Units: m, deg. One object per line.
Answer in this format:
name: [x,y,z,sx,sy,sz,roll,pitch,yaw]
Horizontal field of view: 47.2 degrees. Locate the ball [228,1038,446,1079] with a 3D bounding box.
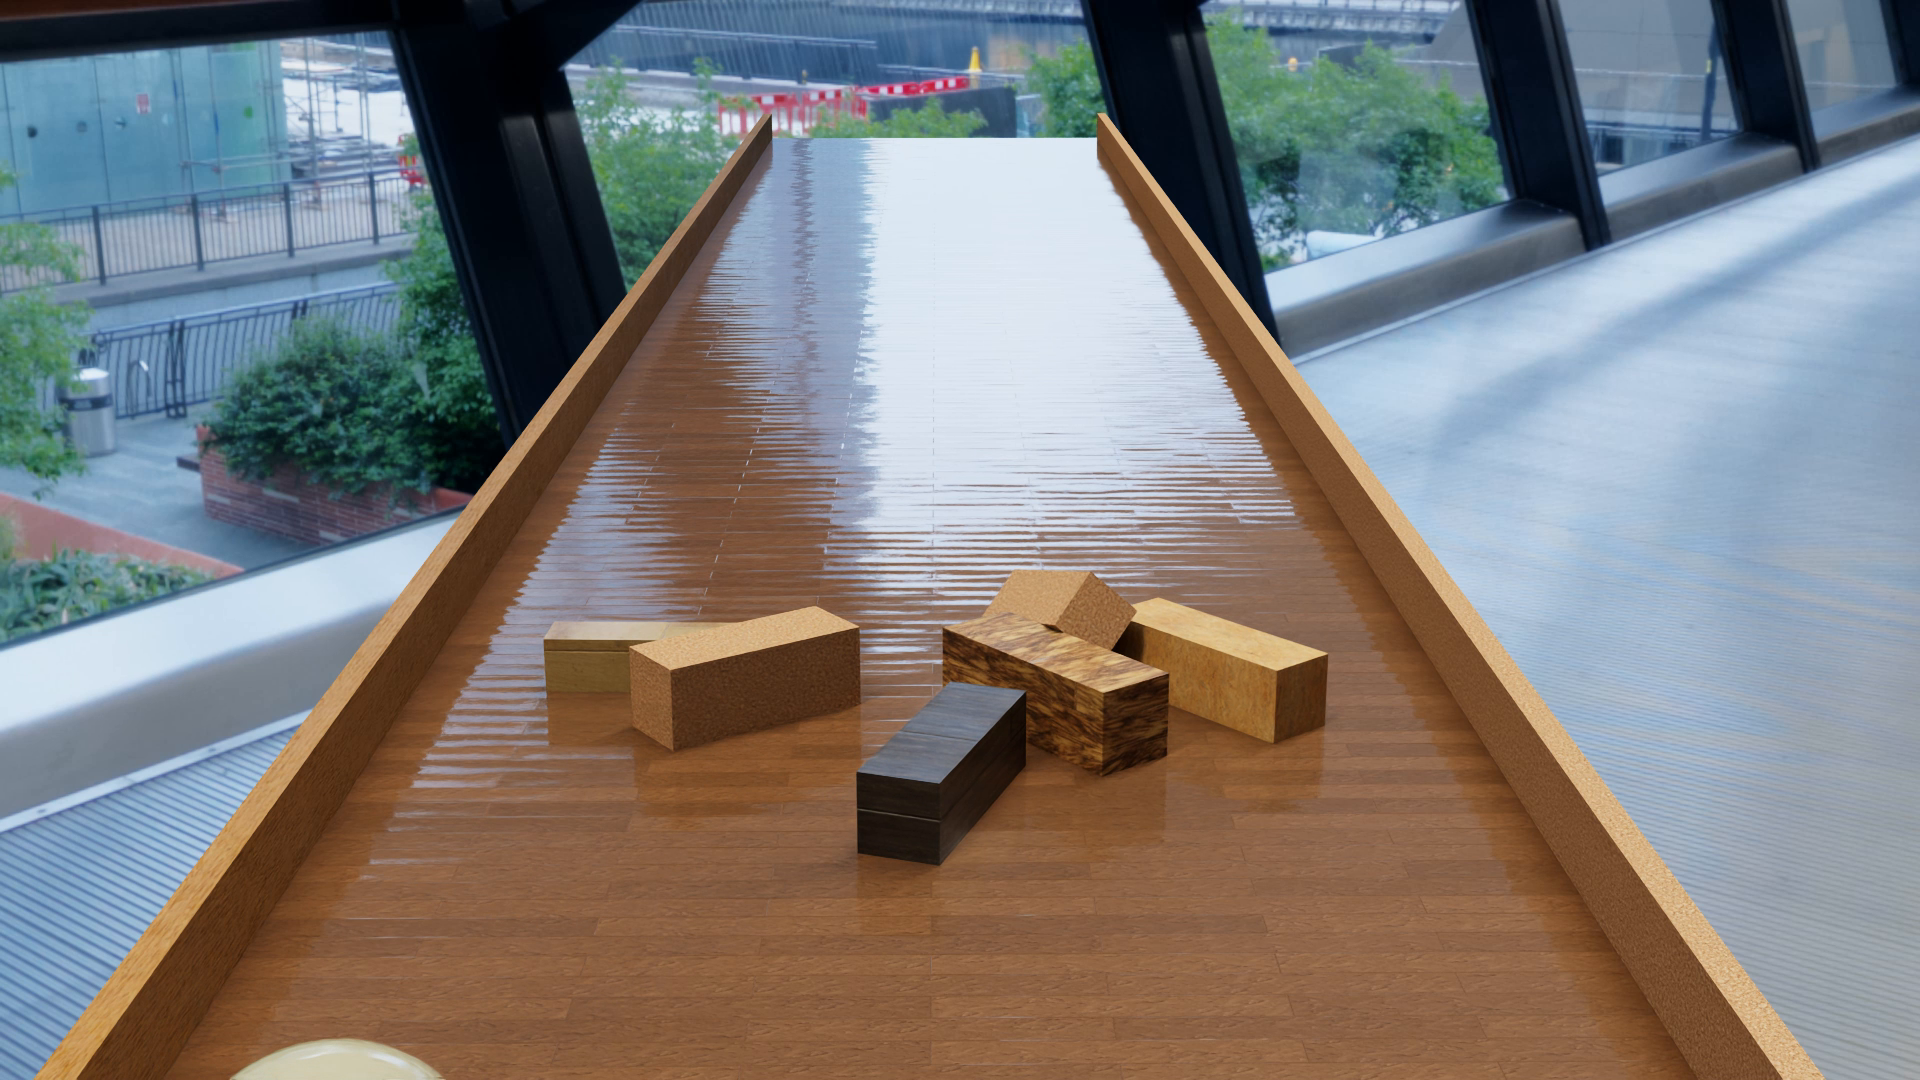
ball: [-0.658,0.694,2.300,0.338,0.338,0.338,0,17,0]

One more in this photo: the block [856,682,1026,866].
block: [-0.024,0.383,3.691,0.141,0.141,0.442,6,18,19]

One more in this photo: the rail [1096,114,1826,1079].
rail: [0.932,-0.844,7.801,0.050,0.150,12.000,0,17,-1]

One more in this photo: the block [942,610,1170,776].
block: [0.169,0.275,4.028,0.157,0.157,0.448,-13,21,-37]

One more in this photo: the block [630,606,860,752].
block: [-0.397,0.254,4.102,0.403,0.155,0.155,-12,20,-34]

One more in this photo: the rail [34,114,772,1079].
rail: [-1.118,-0.838,7.780,0.050,0.150,12.000,0,17,-1]

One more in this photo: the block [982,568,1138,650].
block: [0.189,0.145,4.282,0.124,0.124,0.349,39,-14,-18]

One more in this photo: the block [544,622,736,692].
block: [-0.615,0.227,4.275,0.364,0.107,0.107,0,17,1]

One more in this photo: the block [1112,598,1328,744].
block: [0.480,0.242,4.168,0.141,0.141,0.437,-14,21,-38]
